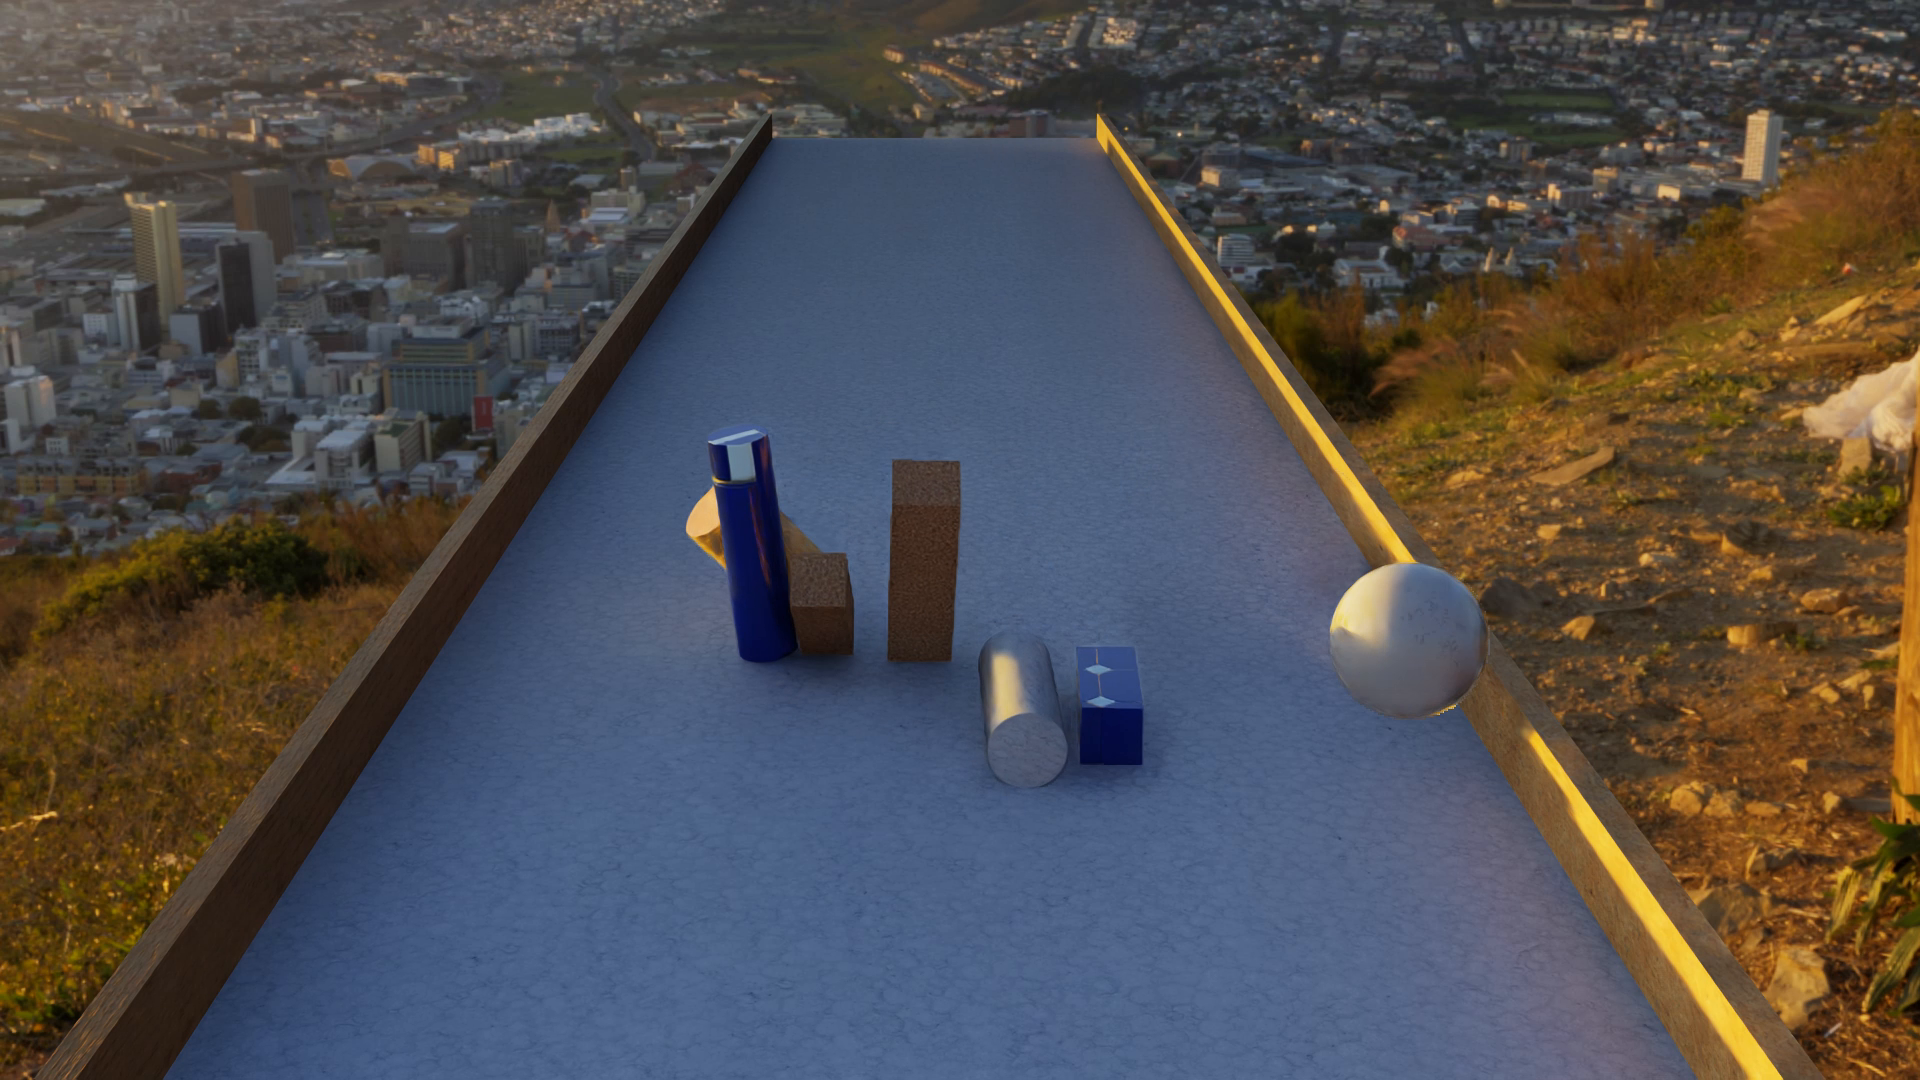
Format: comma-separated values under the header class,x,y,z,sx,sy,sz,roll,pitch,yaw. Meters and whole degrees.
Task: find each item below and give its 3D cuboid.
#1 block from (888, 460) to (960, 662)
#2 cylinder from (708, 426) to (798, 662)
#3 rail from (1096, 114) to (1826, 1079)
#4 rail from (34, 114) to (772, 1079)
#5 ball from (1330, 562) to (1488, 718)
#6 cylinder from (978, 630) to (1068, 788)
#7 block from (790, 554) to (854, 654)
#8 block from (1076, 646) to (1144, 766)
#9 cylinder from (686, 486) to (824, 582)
class,x,y,z,sx,sy,sz,roll,pitch,yaw
block,-0.073,0.045,4.305,0.129,0.423,0.129,1,43,-2
cylinder,-0.410,0.009,4.370,0.120,0.460,0.120,-5,21,2
rail,0.932,-0.844,7.801,0.050,0.150,12.000,0,17,-1
rail,-1.118,-0.838,7.780,0.050,0.150,12.000,0,17,-1
ball,0.774,0.172,3.797,0.269,0.269,0.269,0,17,0
cylinder,0.109,0.298,3.980,0.139,0.139,0.444,0,17,-1
block,-0.265,0.127,4.265,0.103,0.103,0.412,0,-15,0
block,0.272,0.300,4.028,0.109,0.109,0.327,0,17,2
cylinder,-0.401,0.025,4.549,0.165,0.307,0.165,-32,31,22
